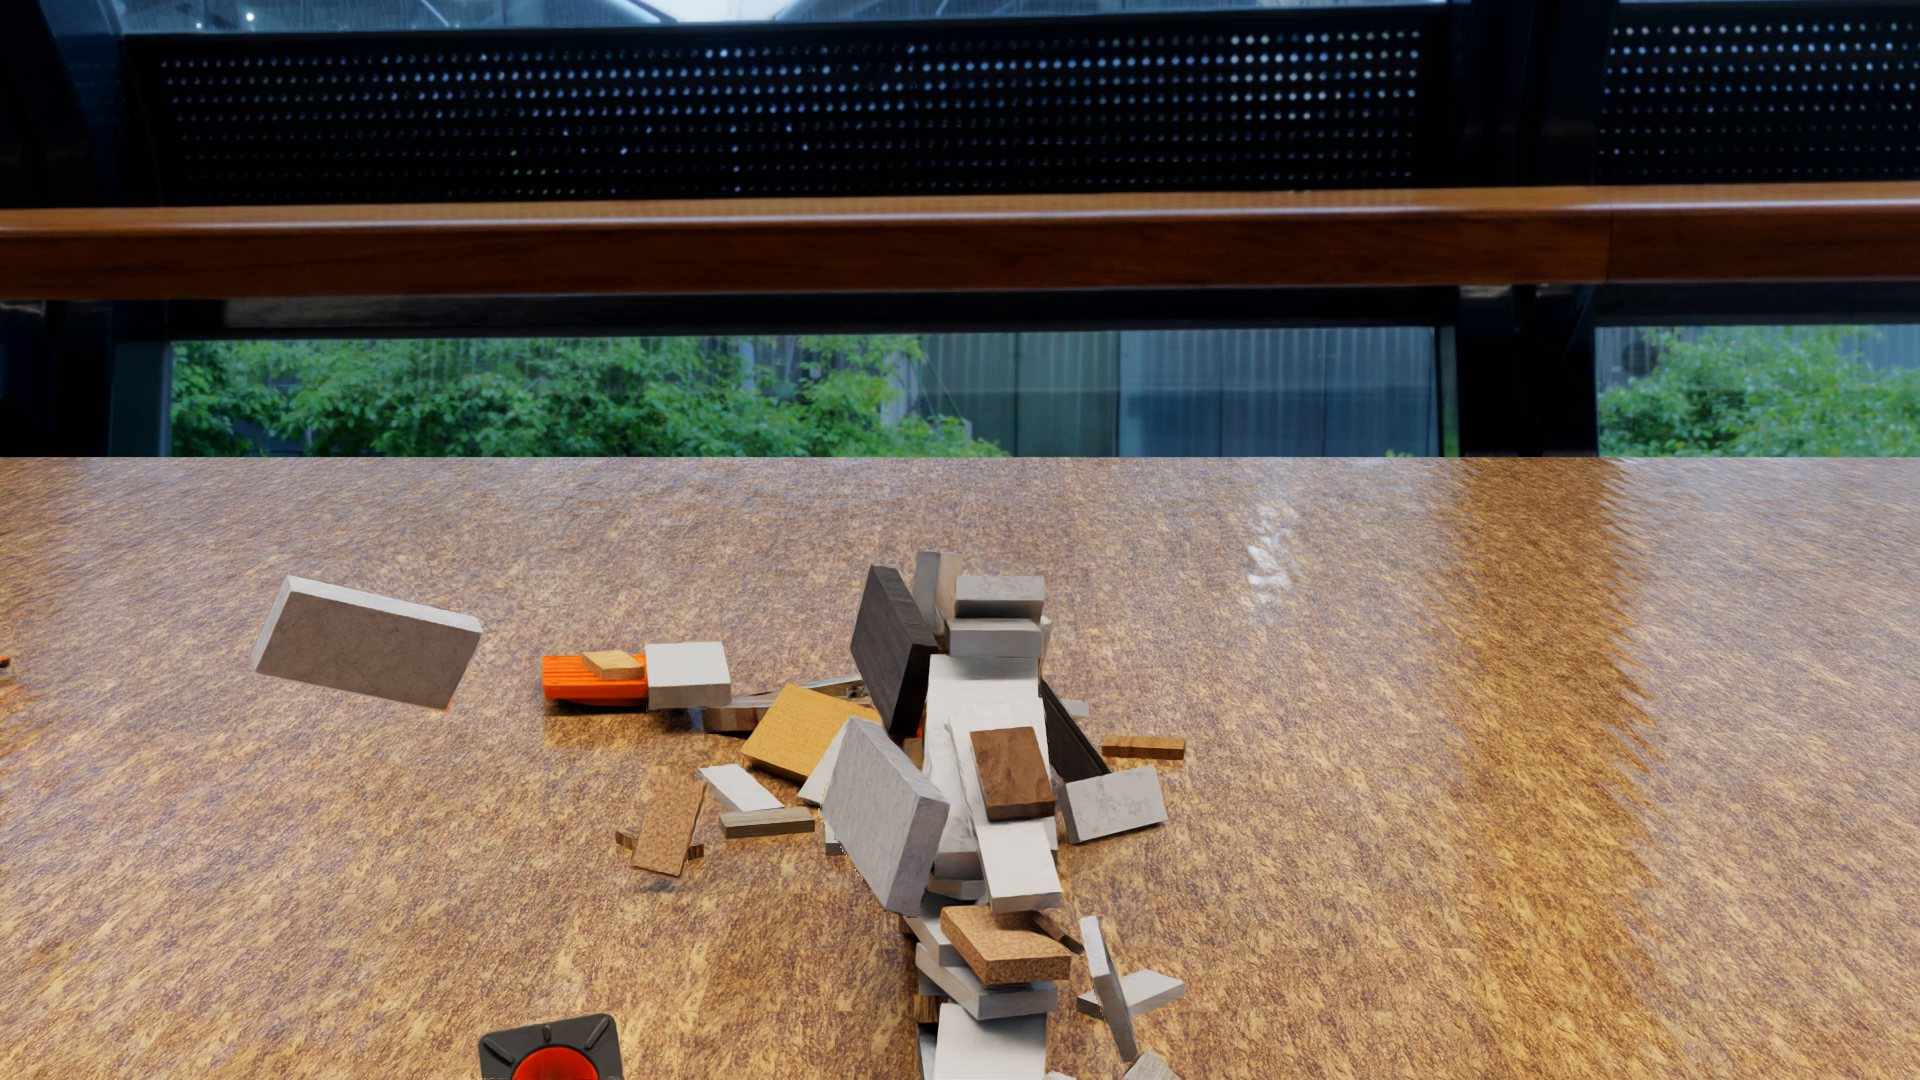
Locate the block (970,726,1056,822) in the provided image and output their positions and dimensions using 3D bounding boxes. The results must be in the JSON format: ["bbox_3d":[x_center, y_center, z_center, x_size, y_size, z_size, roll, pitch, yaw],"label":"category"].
[{"bbox_3d":[0.069,0.315,2.971,0.089,0.025,0.178,-4,29,-7],"label":"block"}]

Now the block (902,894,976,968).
[{"bbox_3d":[-0.001,0.515,2.922,0.107,0.030,0.214,0,8,-14],"label":"block"}]

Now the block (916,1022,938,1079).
[{"bbox_3d":[0.012,0.694,2.863,0.124,0.035,0.247,1,10,-4],"label":"block"}]

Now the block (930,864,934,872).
[{"bbox_3d":[0.005,0.465,3.300,0.180,0.051,0.359,0,-7,0],"label":"block"}]

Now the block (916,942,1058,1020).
[{"bbox_3d":[0.032,0.560,2.825,0.107,0.030,0.214,-1,9,-22],"label":"block"}]

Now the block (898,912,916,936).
[{"bbox_3d":[0.002,0.567,3.304,0.180,0.051,0.359,0,-11,0],"label":"block"}]

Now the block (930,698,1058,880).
[{"bbox_3d":[0.043,0.341,3.063,0.164,0.047,0.343,-1,32,-1],"label":"block"}]

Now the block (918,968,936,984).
[{"bbox_3d":[0.002,0.578,3.043,0.110,0.031,0.220,0,-1,1],"label":"block"}]

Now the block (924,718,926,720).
[{"bbox_3d":[0.021,0.332,4.023,0.145,0.041,0.423,1,-11,-6],"label":"block"}]

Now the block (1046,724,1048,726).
[{"bbox_3d":[0.103,0.316,4.057,0.116,0.016,0.058,38,-14,-30],"label":"block"}]

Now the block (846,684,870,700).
[{"bbox_3d":[-0.175,0.307,4.516,0.114,0.016,0.057,-9,5,-4],"label":"block"}]

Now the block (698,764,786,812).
[{"bbox_3d":[-0.419,0.481,4.190,0.082,0.023,0.304,-4,11,-22],"label":"block"}]

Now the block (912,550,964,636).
[{"bbox_3d":[-0.039,0.089,3.698,0.039,0.138,0.276,6,0,8],"label":"block"}]

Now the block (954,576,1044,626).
[{"bbox_3d":[0.062,0.108,3.582,0.138,0.039,0.276,1,-14,-1],"label":"block"}]

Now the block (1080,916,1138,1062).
[{"bbox_3d":[0.187,0.563,2.740,0.022,0.077,0.290,-14,-35,3],"label":"block"}]

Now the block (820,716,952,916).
[{"bbox_3d":[-0.114,0.384,3.149,0.044,0.156,0.556,17,2,-14],"label":"block"}]

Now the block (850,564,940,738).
[{"bbox_3d":[-0.109,0.174,3.535,0.044,0.156,0.312,9,20,-18],"label":"block"}]

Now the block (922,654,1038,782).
[{"bbox_3d":[0.032,0.288,3.237,0.164,0.047,0.329,1,34,2],"label":"block"}]

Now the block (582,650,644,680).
[{"bbox_3d":[-0.778,0.281,4.922,0.094,0.027,0.188,-2,9,-23],"label":"block"}]

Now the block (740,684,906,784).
[{"bbox_3d":[-0.268,0.394,4.298,0.345,0.049,0.172,12,60,48],"label":"block"}]

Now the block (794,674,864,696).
[{"bbox_3d":[-0.267,0.308,4.591,0.188,0.027,0.094,-9,5,-10],"label":"block"}]

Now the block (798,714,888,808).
[{"bbox_3d":[-0.220,0.422,4.157,0.094,0.027,0.188,11,60,45],"label":"block"}]

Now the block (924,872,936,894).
[{"bbox_3d":[0.003,0.541,3.501,0.180,0.051,0.359,0,-7,0],"label":"block"}]

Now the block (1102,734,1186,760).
[{"bbox_3d":[0.376,0.424,4.497,0.164,0.023,0.082,2,11,9],"label":"block"}]

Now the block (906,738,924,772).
[{"bbox_3d":[-0.004,0.380,3.913,0.157,0.044,0.314,0,-2,-7],"label":"block"}]

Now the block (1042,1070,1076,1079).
[{"bbox_3d":[0.178,0.690,2.586,0.178,0.025,0.089,27,26,-29],"label":"block"}]

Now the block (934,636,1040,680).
[{"bbox_3d":[0.035,0.189,3.586,0.164,0.047,0.329,1,2,-2],"label":"block"}]

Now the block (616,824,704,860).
[{"bbox_3d":[-0.532,0.537,3.891,0.081,0.023,0.163,-9,14,-39],"label":"block"}]

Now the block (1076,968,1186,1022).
[{"bbox_3d":[0.250,0.665,3.204,0.077,0.022,0.153,10,15,44],"label":"block"}]

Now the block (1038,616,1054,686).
[{"bbox_3d":[0.109,0.198,3.794,0.080,0.160,0.023,30,30,35],"label":"block"}]

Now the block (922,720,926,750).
[{"bbox_3d":[0.010,0.325,3.669,0.145,0.041,0.290,0,-3,0],"label":"block"}]

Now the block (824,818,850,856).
[{"bbox_3d":[-0.203,0.522,3.974,0.081,0.023,0.228,-1,11,-4],"label":"block"}]

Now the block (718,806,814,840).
[{"bbox_3d":[-0.353,0.515,4.008,0.163,0.023,0.081,-3,11,-15],"label":"block"}]

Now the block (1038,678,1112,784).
[{"bbox_3d":[0.177,0.360,4.140,0.080,0.303,0.023,-35,-9,-9],"label":"block"}]

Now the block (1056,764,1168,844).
[{"bbox_3d":[0.276,0.477,3.982,0.211,0.105,0.030,-8,-10,-36],"label":"block"}]

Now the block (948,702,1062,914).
[{"bbox_3d":[0.055,0.352,2.956,0.089,0.025,0.438,-4,29,-6],"label":"block"}]

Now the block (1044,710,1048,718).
[{"bbox_3d":[0.082,0.288,4.093,0.160,0.023,0.080,26,-13,20],"label":"block"}]

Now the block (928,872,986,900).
[{"bbox_3d":[0.020,0.469,2.987,0.086,0.024,0.173,0,-5,-16],"label":"block"}]

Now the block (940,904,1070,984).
[{"bbox_3d":[0.055,0.507,2.773,0.107,0.030,0.214,0,8,-15],"label":"block"}]

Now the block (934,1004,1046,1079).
[{"bbox_3d":[0.035,0.657,2.647,0.133,0.038,0.266,3,24,2],"label":"block"}]

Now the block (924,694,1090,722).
[{"bbox_3d":[0.068,0.320,4.210,0.343,0.030,0.105,6,-17,-18],"label":"block"}]

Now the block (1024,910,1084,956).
[{"bbox_3d":[0.113,0.488,2.785,0.048,0.014,0.096,40,-3,-42],"label":"block"}]

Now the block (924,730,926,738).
[{"bbox_3d":[0.009,0.409,3.543,0.130,0.037,0.454,0,-27,0],"label":"block"}]

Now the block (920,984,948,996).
[{"bbox_3d":[0.000,0.633,3.112,0.110,0.031,0.220,0,-13,0],"label":"block"}]

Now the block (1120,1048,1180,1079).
[{"bbox_3d":[0.209,0.728,2.643,0.122,0.035,0.335,44,23,10],"label":"block"}]

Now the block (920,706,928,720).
[{"bbox_3d":[-0.053,0.326,4.141,0.116,0.016,0.058,-3,-11,16],"label":"block"}]

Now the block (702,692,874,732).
[{"bbox_3d":[-0.303,0.352,4.590,0.475,0.049,0.172,-5,6,35],"label":"block"}]

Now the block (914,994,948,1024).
[{"bbox_3d":[0.002,0.645,3.016,0.124,0.035,0.247,0,-13,0],"label":"block"}]

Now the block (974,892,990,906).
[{"bbox_3d":[0.060,0.465,2.874,0.048,0.014,0.096,4,-28,-23],"label":"block"}]

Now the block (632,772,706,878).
[{"bbox_3d":[-0.489,0.480,3.704,0.082,0.164,0.023,12,-20,7],"label":"block"}]

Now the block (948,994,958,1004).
[{"bbox_3d":[0.035,0.675,2.741,0.124,0.035,0.247,6,40,2],"label":"block"}]

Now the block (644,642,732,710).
[{"bbox_3d":[-0.595,0.292,4.792,0.172,0.049,0.345,-2,13,-9],"label":"block"}]

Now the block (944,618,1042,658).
[{"bbox_3d":[0.049,0.151,3.440,0.138,0.039,0.276,1,2,-2],"label":"block"}]

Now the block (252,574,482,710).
[{"bbox_3d":[-0.929,0.164,3.454,0.312,0.156,0.044,16,25,-32],"label":"block"}]

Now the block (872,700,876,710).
[{"bbox_3d":[-0.037,0.318,4.407,0.145,0.041,0.290,-4,-1,29],"label":"block"}]
